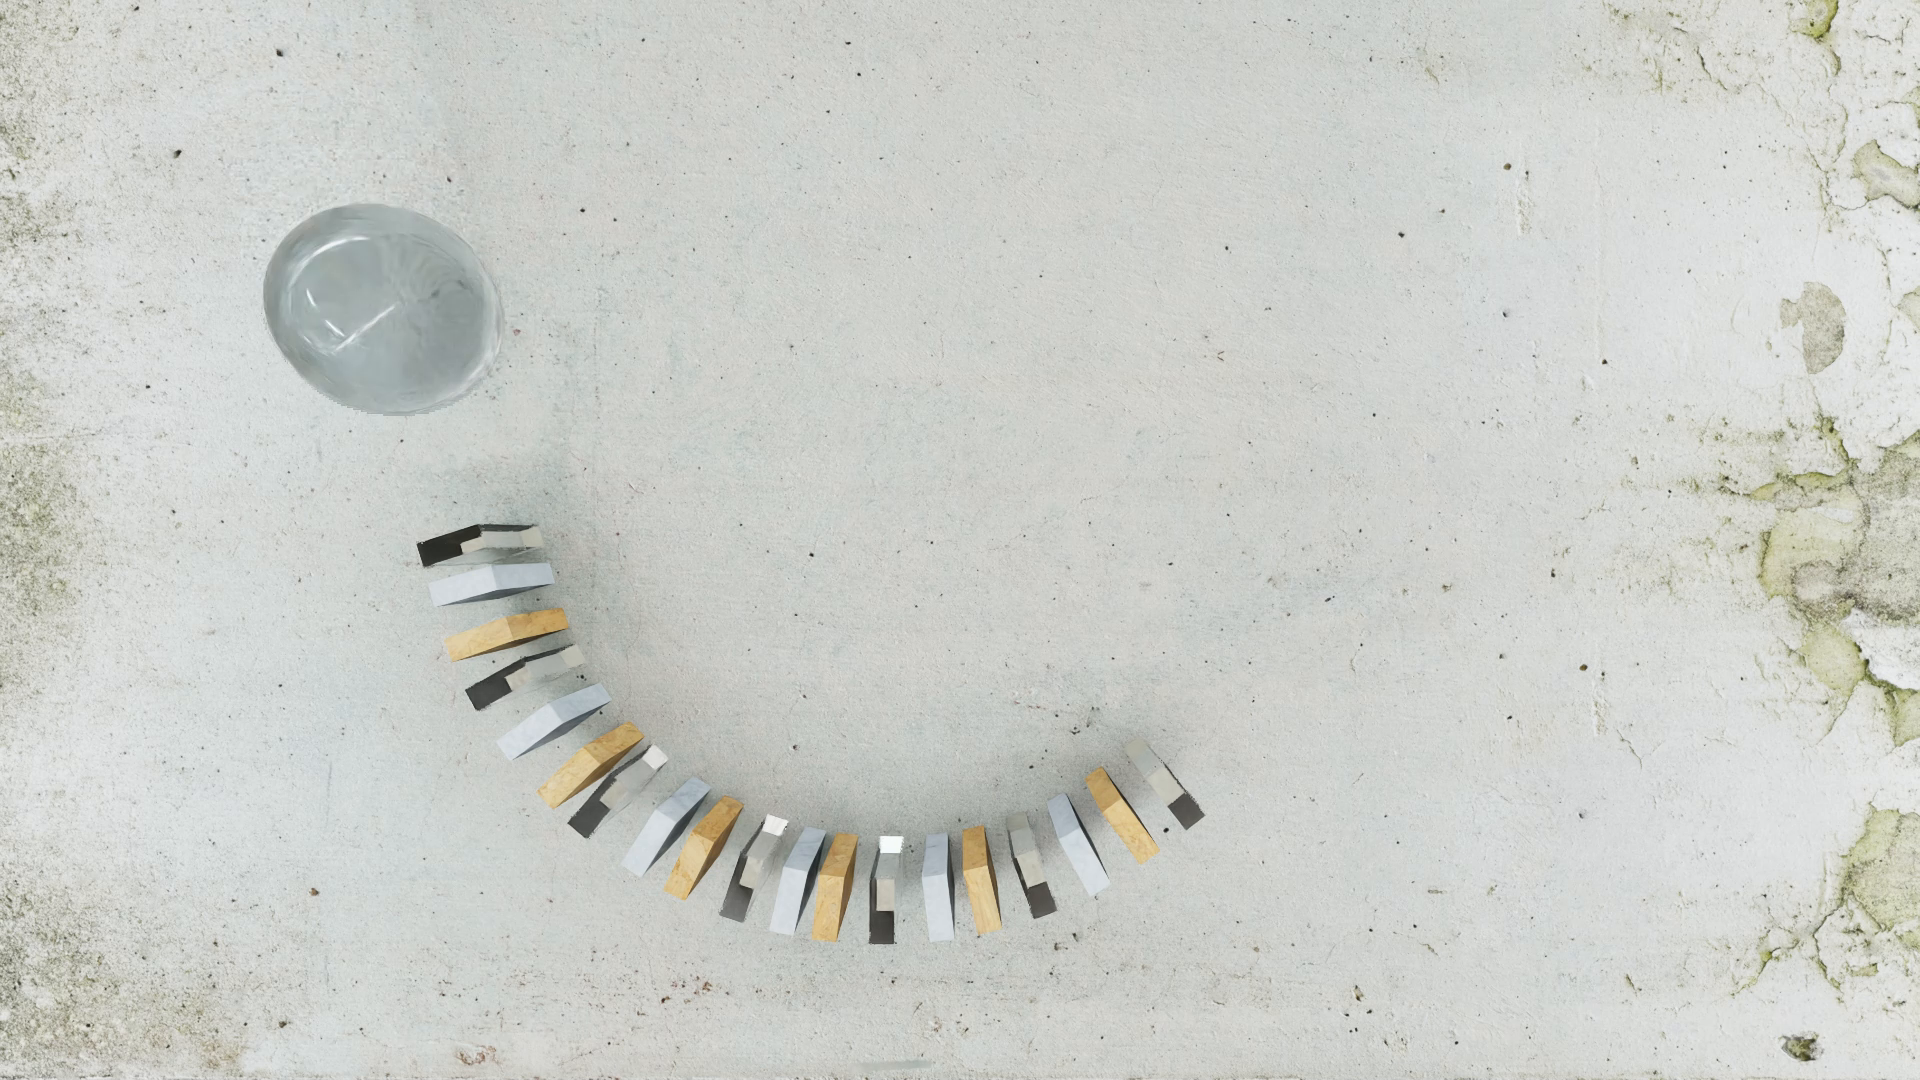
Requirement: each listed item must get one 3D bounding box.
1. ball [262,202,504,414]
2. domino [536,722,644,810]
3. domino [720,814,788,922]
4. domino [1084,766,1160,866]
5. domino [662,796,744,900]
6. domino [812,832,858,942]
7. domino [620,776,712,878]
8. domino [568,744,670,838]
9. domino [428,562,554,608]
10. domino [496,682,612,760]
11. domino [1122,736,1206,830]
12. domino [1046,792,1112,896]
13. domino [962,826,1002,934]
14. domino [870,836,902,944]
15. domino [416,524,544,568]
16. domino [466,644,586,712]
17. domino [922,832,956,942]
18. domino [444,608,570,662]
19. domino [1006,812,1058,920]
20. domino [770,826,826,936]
[{"bbox_3d":[-0.224,-0.090,0.360,0.080,0.080,0.080,0,90,0],"label":"ball"},{"bbox_3d":[-0.150,0.091,0.375,0.025,0.050,0.010,-44,90,0],"label":"domino"},{"bbox_3d":[-0.084,0.133,0.375,0.010,0.050,0.025,19,90,0],"label":"domino"},{"bbox_3d":[0.065,0.111,0.375,0.010,0.050,0.025,-36,90,0],"label":"domino"},{"bbox_3d":[-0.104,0.125,0.375,0.009,0.050,0.025,26,90,0],"label":"domino"},{"bbox_3d":[-0.051,0.141,0.375,0.009,0.050,0.025,7,90,0],"label":"domino"},{"bbox_3d":[-0.119,0.116,0.375,0.010,0.050,0.025,33,90,0],"label":"domino"},{"bbox_3d":[-0.138,0.102,0.375,0.010,0.050,0.025,40,90,0],"label":"domino"},{"bbox_3d":[-0.190,0.018,0.375,0.025,0.050,0.010,-16,90,0],"label":"domino"},{"bbox_3d":[-0.165,0.073,0.375,0.025,0.050,0.009,-36,90,0],"label":"domino"},{"bbox_3d":[0.082,0.098,0.375,0.009,0.050,0.025,-38,90,0],"label":"domino"},{"bbox_3d":[0.048,0.123,0.375,0.010,0.050,0.025,-29,90,0],"label":"domino"},{"bbox_3d":[0.009,0.138,0.375,0.010,0.050,0.025,-13,90,0],"label":"domino"},{"bbox_3d":[-0.030,0.142,0.375,0.010,0.050,0.025,0,90,0],"label":"domino"},{"bbox_3d":[-0.195,0.002,0.375,0.025,0.050,0.010,-18,90,0],"label":"domino"},{"bbox_3d":[-0.176,0.055,0.375,0.025,0.050,0.009,-29,90,0],"label":"domino"},{"bbox_3d":[-0.008,0.141,0.375,0.009,0.050,0.025,-7,90,0],"label":"domino"},{"bbox_3d":[-0.184,0.038,0.375,0.025,0.050,0.009,-20,90,0],"label":"domino"},{"bbox_3d":[0.028,0.132,0.375,0.009,0.050,0.025,-20,90,0],"label":"domino"},{"bbox_3d":[-0.066,0.138,0.375,0.009,0.050,0.025,13,90,0],"label":"domino"}]
